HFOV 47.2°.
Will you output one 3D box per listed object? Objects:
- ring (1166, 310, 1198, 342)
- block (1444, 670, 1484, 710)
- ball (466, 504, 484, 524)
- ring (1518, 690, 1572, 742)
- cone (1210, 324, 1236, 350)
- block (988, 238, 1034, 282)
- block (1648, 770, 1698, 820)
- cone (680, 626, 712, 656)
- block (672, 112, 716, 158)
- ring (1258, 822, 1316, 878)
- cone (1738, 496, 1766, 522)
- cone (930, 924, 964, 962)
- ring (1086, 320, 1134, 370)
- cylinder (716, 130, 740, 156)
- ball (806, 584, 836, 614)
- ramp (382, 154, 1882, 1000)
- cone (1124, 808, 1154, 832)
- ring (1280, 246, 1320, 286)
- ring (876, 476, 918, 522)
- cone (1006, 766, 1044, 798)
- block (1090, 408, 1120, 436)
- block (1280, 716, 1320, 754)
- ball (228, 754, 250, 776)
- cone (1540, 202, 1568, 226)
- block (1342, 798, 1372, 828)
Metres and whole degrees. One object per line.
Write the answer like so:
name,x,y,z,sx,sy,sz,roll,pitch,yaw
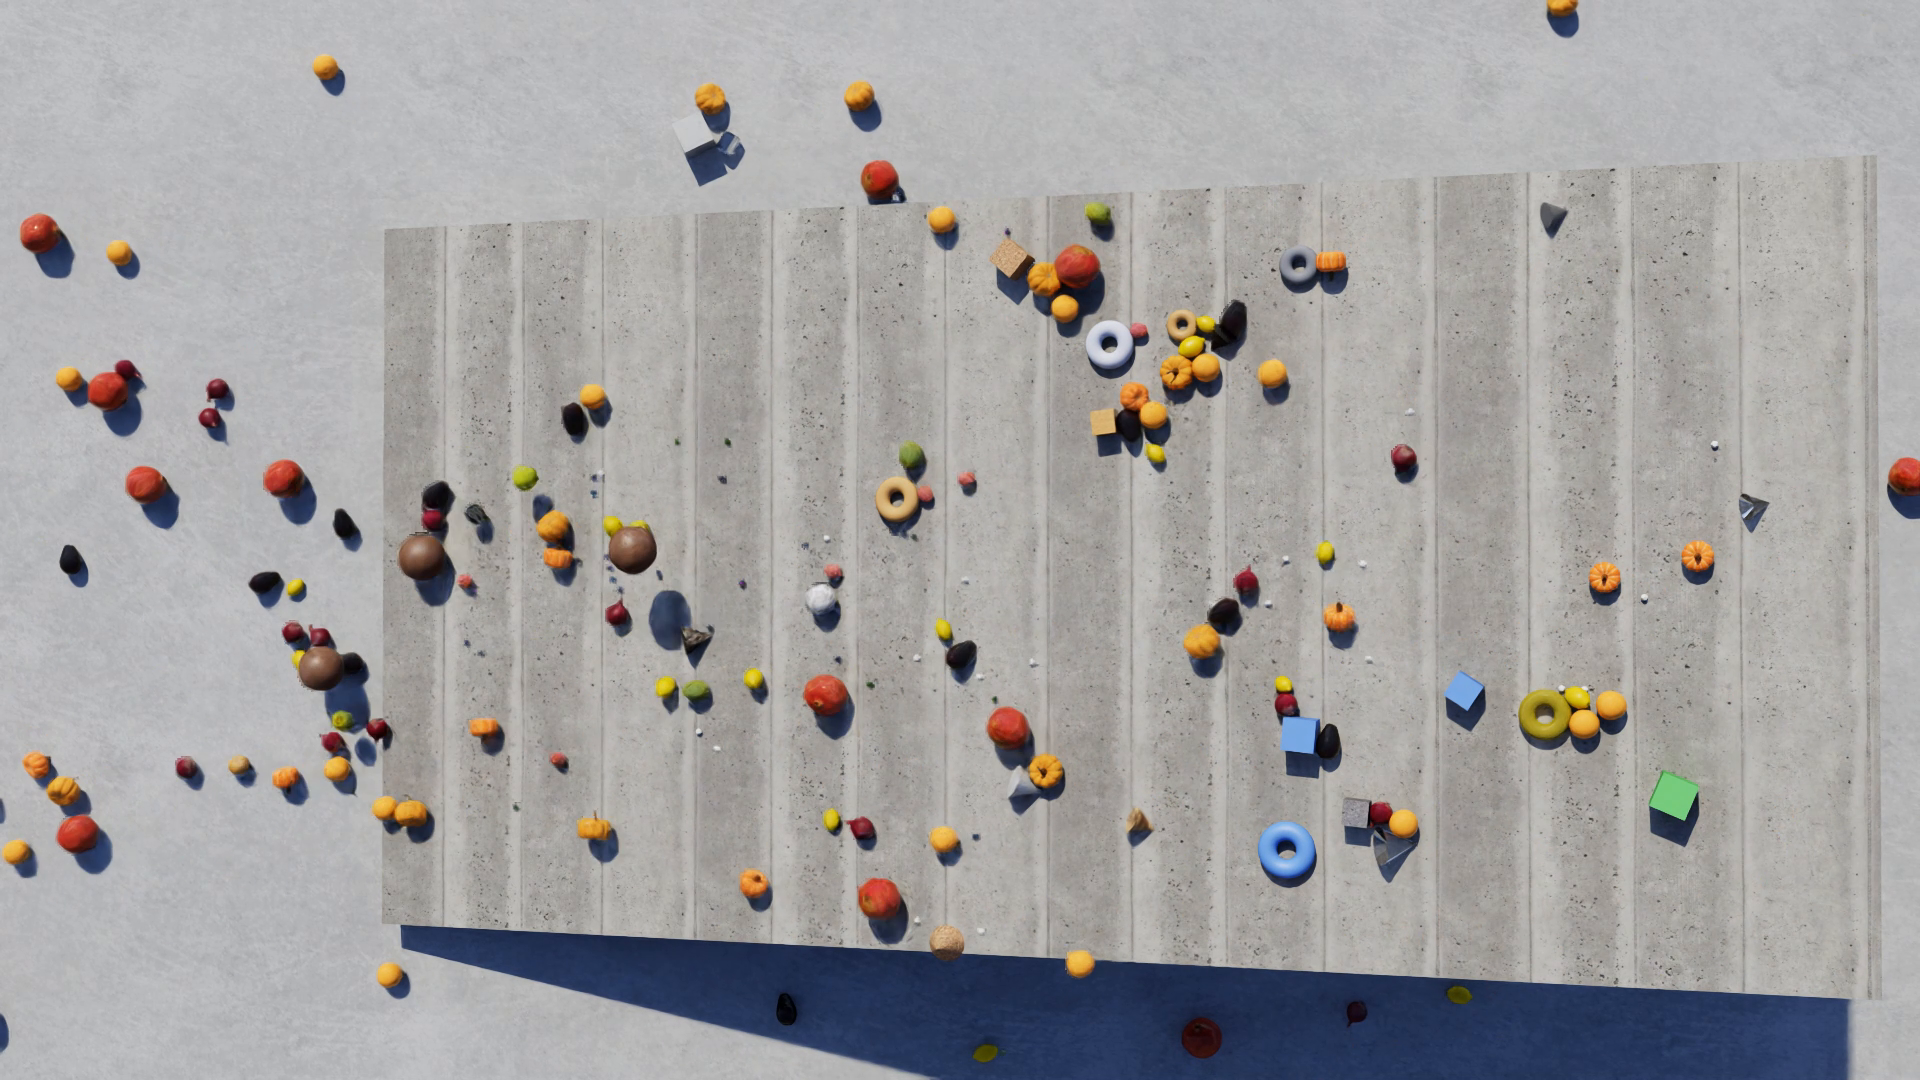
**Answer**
ring,0.573,-0.553,5.670,0.084,0.028,0.084,0,90,16
block,1.246,0.371,5.436,0.069,0.069,0.069,34,98,14
ball,-1.365,-0.072,6.190,0.054,0.054,0.054,0,89,0
ring,1.435,0.429,5.394,0.128,0.043,0.128,0,88,18
cone,0.661,-0.508,5.642,0.067,0.067,0.067,39,127,1
block,0.136,-0.738,5.776,0.076,0.076,0.076,42,100,13
block,1.715,0.613,5.285,0.087,0.087,0.087,23,96,15
cone,-0.717,0.269,6.034,0.083,0.083,0.083,-10,89,-11
block,-0.773,-1.180,6.403,0.092,0.092,0.092,-25,89,0
ring,0.826,0.784,5.565,0.145,0.048,0.145,0,90,16
cone,1.912,-0.084,5.267,0.065,0.065,0.065,-23,89,-30
cone,-0.048,1.070,5.793,0.097,0.097,0.097,0,89,16
ring,0.389,-0.507,5.716,0.128,0.043,0.128,0,90,17
cylinder,-0.677,-1.159,6.422,0.054,0.054,0.054,30,89,0
ball,-0.374,0.160,5.911,0.082,0.082,0.082,0,89,0
ramp,0.271,0.095,5.816,4.000,0.100,2.000,0,89,16
cone,0.473,0.737,5.679,0.070,0.070,0.070,27,89,-12
ring,0.862,-0.697,5.584,0.103,0.034,0.103,0,90,16
ring,-0.168,-0.109,5.875,0.124,0.041,0.124,-1,86,20
cone,0.182,0.646,5.761,0.090,0.090,0.090,21,89,-11
block,0.377,-0.304,5.706,0.062,0.062,0.062,-7,87,16
block,0.858,0.490,5.542,0.082,0.082,0.082,5,91,16
ball,-2.097,0.655,6.392,0.060,0.060,0.060,0,89,0
cone,1.470,-0.806,5.409,0.062,0.062,0.062,-12,89,-11
block,0.993,0.683,5.509,0.064,0.064,0.064,5,91,16
